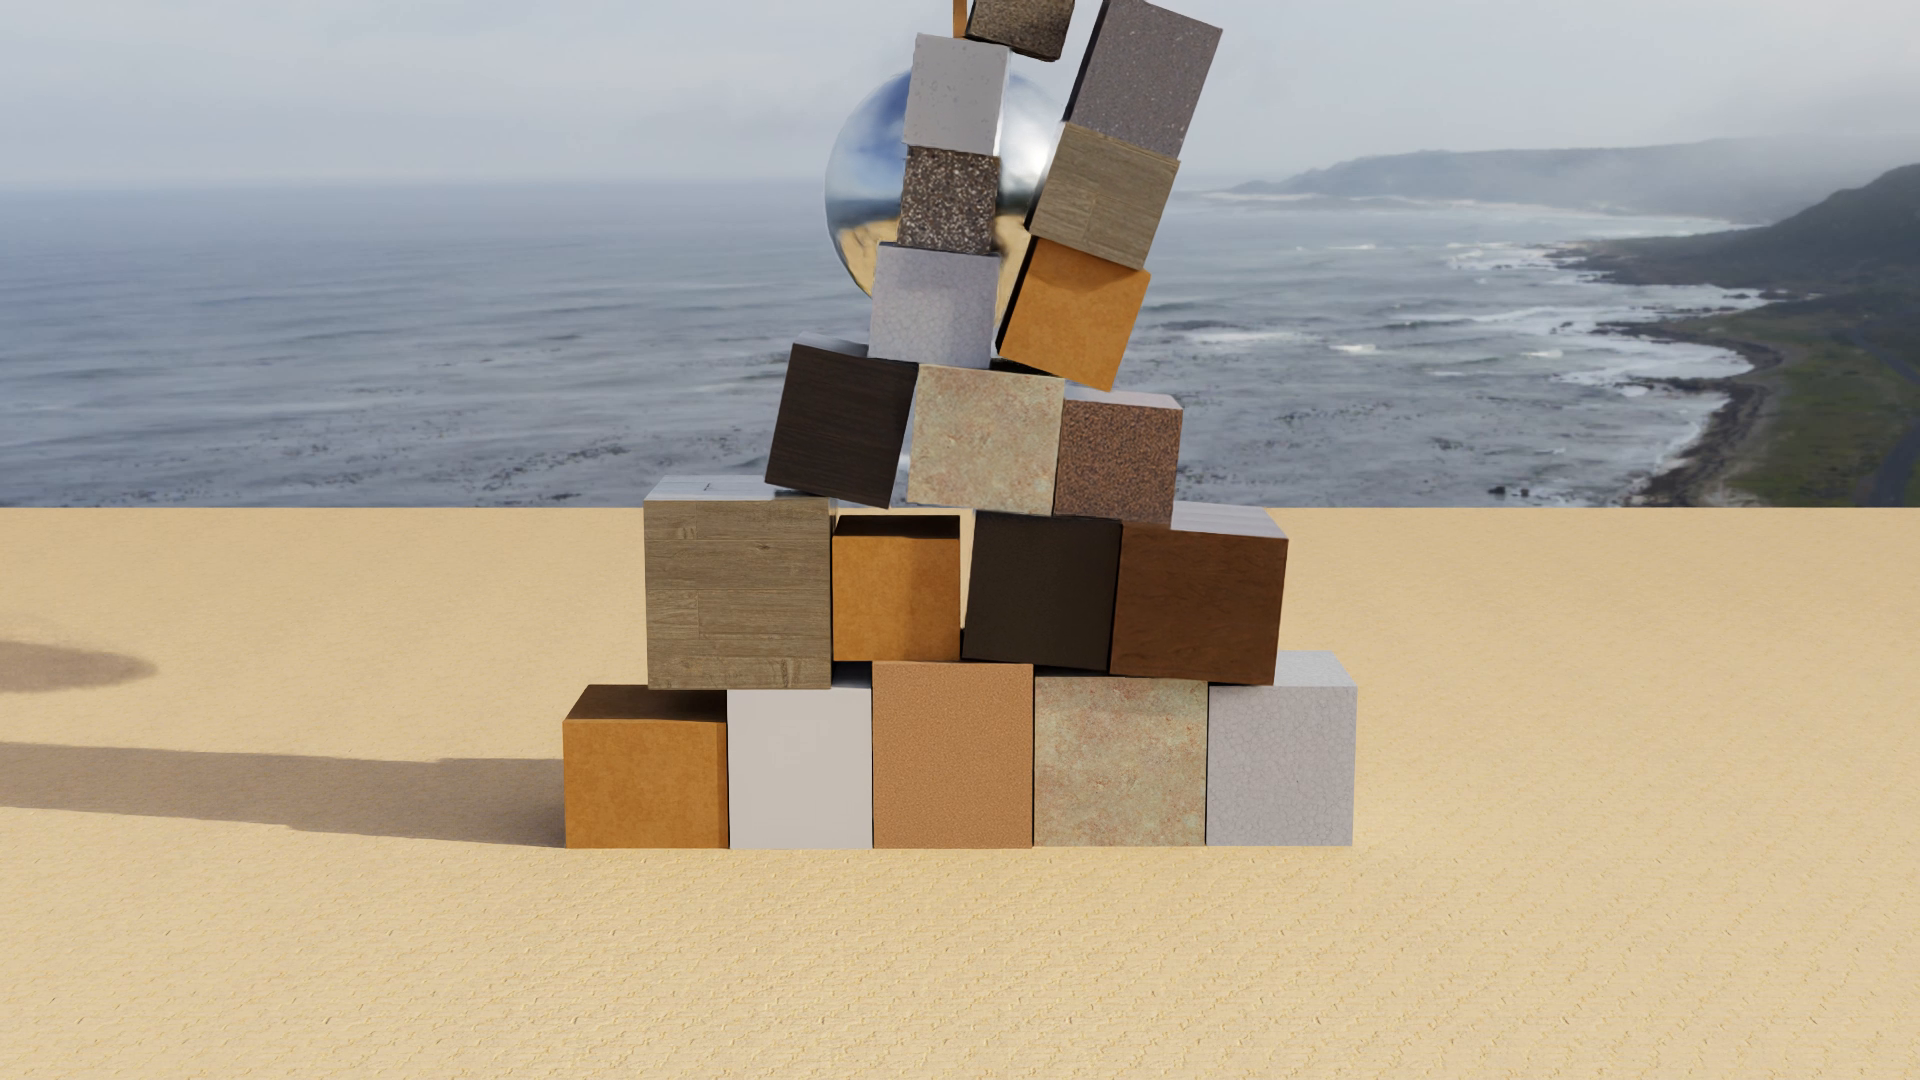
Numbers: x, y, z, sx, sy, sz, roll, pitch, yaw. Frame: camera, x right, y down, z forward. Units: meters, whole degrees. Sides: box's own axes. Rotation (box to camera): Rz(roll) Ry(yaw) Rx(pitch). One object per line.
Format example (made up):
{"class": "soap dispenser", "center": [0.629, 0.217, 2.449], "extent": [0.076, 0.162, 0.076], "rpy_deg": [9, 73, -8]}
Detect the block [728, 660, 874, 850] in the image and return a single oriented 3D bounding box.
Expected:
{"class": "block", "center": [-0.797, 1.070, 11.371], "extent": [0.712, 0.826, 0.843], "rpy_deg": [0, 10, 0]}

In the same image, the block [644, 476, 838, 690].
{"class": "block", "center": [-1.092, 0.200, 11.197], "extent": [0.903, 0.949, 0.817], "rpy_deg": [0, 10, 0]}

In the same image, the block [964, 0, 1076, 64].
{"class": "block", "center": [0.314, -2.643, 10.736], "extent": [0.455, 0.495, 0.481], "rpy_deg": [15, 9, -5]}

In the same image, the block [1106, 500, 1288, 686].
{"class": "block", "center": [1.168, 0.242, 11.227], "extent": [0.811, 0.740, 0.944], "rpy_deg": [4, 10, -1]}

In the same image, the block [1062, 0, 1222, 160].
{"class": "block", "center": [0.877, -2.260, 10.721], "extent": [0.548, 0.642, 0.600], "rpy_deg": [18, 11, -5]}

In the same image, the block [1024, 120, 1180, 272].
{"class": "block", "center": [0.686, -1.704, 10.830], "extent": [0.579, 0.554, 0.667], "rpy_deg": [18, 11, -4]}

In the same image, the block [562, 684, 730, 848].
{"class": "block", "center": [-1.570, 1.158, 11.371], "extent": [0.815, 0.652, 0.784], "rpy_deg": [0, 10, 0]}

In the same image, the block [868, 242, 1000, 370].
{"class": "block", "center": [-0.129, -1.176, 10.966], "extent": [0.599, 0.546, 0.492], "rpy_deg": [6, 10, -1]}

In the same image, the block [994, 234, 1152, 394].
{"class": "block", "center": [0.553, -1.149, 10.958], "extent": [0.575, 0.610, 0.586], "rpy_deg": [18, 11, -4]}

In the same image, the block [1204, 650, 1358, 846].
{"class": "block", "center": [1.609, 1.065, 11.391], "extent": [0.736, 0.828, 0.781], "rpy_deg": [0, 10, 0]}

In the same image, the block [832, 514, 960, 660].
{"class": "block", "center": [-0.314, 0.235, 11.232], "extent": [0.629, 0.616, 0.707], "rpy_deg": [0, 10, 0]}

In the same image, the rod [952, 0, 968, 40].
{"class": "rod", "center": [0.000, -4.948, 11.194], "extent": [0.080, 5.200, 0.080], "rpy_deg": [0, 31, 0]}

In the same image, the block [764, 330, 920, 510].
{"class": "block", "center": [-0.584, -0.615, 11.088], "extent": [0.623, 0.704, 0.695], "rpy_deg": [12, 10, -3]}

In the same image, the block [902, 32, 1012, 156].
{"class": "block", "center": [-0.009, -2.173, 10.766], "extent": [0.445, 0.520, 0.495], "rpy_deg": [9, 10, 2]}

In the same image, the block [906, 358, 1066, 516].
{"class": "block", "center": [0.123, -0.550, 11.094], "extent": [0.714, 0.674, 0.724], "rpy_deg": [5, 10, -1]}

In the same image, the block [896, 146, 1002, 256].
{"class": "block", "center": [-0.062, -1.687, 10.896], "extent": [0.450, 0.479, 0.440], "rpy_deg": [7, 10, -3]}

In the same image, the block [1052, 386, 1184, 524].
{"class": "block", "center": [0.775, -0.438, 11.100], "extent": [0.583, 0.572, 0.622], "rpy_deg": [5, 10, -1]}

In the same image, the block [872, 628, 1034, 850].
{"class": "block", "center": [-0.035, 1.008, 11.362], "extent": [0.794, 0.952, 0.836], "rpy_deg": [0, 10, 0]}

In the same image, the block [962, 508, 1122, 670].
{"class": "block", "center": [0.401, 0.179, 11.200], "extent": [0.715, 0.741, 0.797], "rpy_deg": [5, 10, -1]}

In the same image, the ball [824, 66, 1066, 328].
{"class": "ball", "center": [0.000, -2.019, 12.922], "extent": [1.600, 1.600, 1.600], "rpy_deg": [0, 10, 0]}

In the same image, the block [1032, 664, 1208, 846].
{"class": "block", "center": [0.803, 1.041, 11.385], "extent": [0.857, 0.878, 0.792], "rpy_deg": [0, 10, 0]}
